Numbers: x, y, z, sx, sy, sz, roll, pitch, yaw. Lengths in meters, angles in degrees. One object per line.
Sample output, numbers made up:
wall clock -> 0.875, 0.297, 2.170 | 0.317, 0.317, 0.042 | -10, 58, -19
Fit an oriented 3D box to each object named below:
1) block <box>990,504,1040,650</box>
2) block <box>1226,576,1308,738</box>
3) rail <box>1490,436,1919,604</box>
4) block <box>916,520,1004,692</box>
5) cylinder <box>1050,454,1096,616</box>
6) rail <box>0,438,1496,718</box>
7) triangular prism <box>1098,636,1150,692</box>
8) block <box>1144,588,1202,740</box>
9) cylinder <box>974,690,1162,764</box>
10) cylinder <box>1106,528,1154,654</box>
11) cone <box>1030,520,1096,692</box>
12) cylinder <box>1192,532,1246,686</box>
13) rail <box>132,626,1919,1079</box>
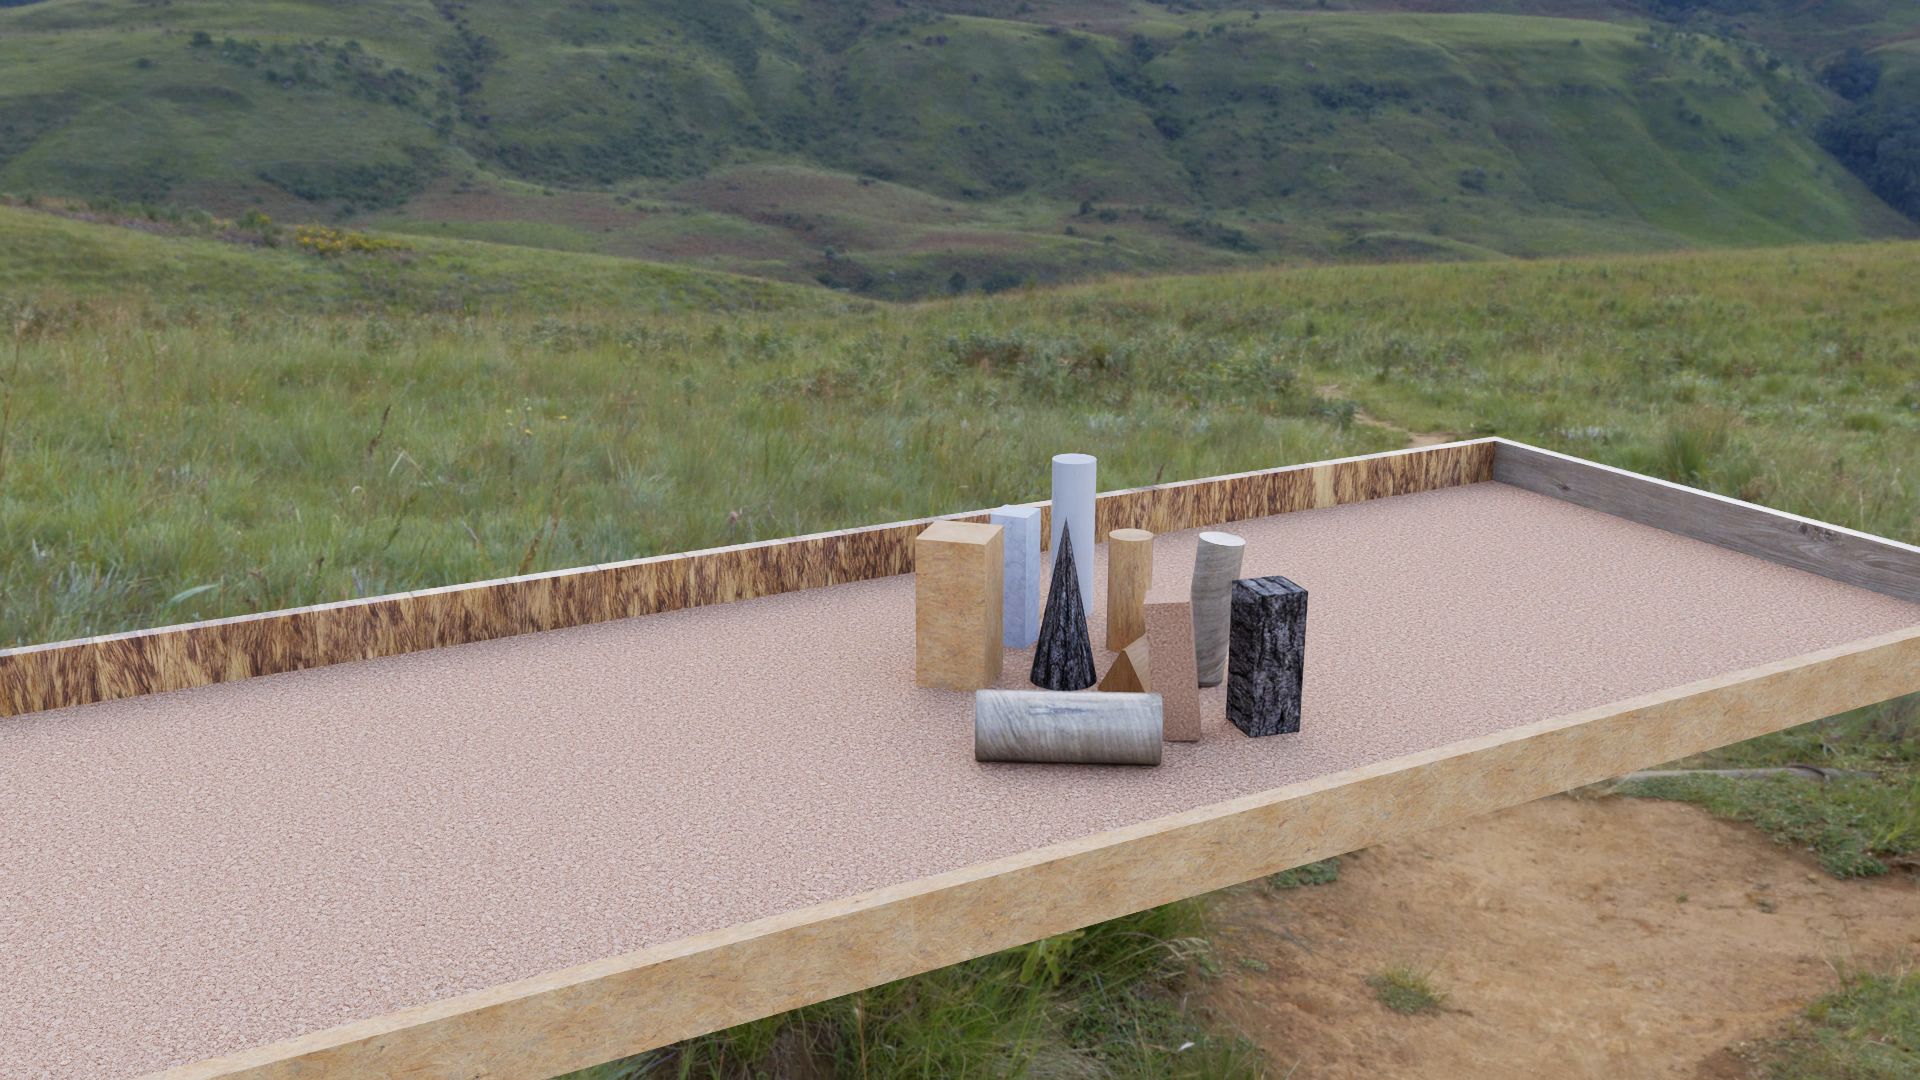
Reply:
block -> 0.147, 0.097, 4.383 | 0.101, 0.361, 0.101 | 7, 18, 23
block -> 0.710, 0.269, 3.829 | 0.127, 0.344, 0.127 | -5, 17, -17
rail -> 2.466, -0.048, 5.253 | 0.050, 0.150, 2.100 | -9, 18, -27
block -> 0.001, 0.164, 4.117 | 0.176, 0.383, 0.176 | 5, 17, 16
cylinder -> 0.315, -0.011, 4.607 | 0.122, 0.443, 0.122 | 0, 16, 0
rail -> -3.305, 0.497, 3.399 | 12.000, 0.150, 0.050 | -9, 18, -27
triangular prism -> 0.490, 0.280, 4.185 | 0.134, 0.116, 0.360 | 9, 19, 29
block -> 0.488, 0.286, 3.778 | 0.101, 0.332, 0.101 | -3, 16, 11
cylinder -> 0.240, 0.414, 3.662 | 0.407, 0.158, 0.158 | 1, 16, 3
cylinder -> 0.446, 0.135, 4.343 | 0.115, 0.310, 0.115 | 0, 16, 0
cone -> 0.261, 0.145, 4.103 | 0.169, 0.427, 0.169 | 0, 16, 0
cylinder -> 0.624, 0.171, 4.103 | 0.114, 0.367, 0.114 | 6, 17, -2
rail -> -2.336, 1.006, 1.665 | 12.000, 0.150, 0.050 | -9, 18, -27
